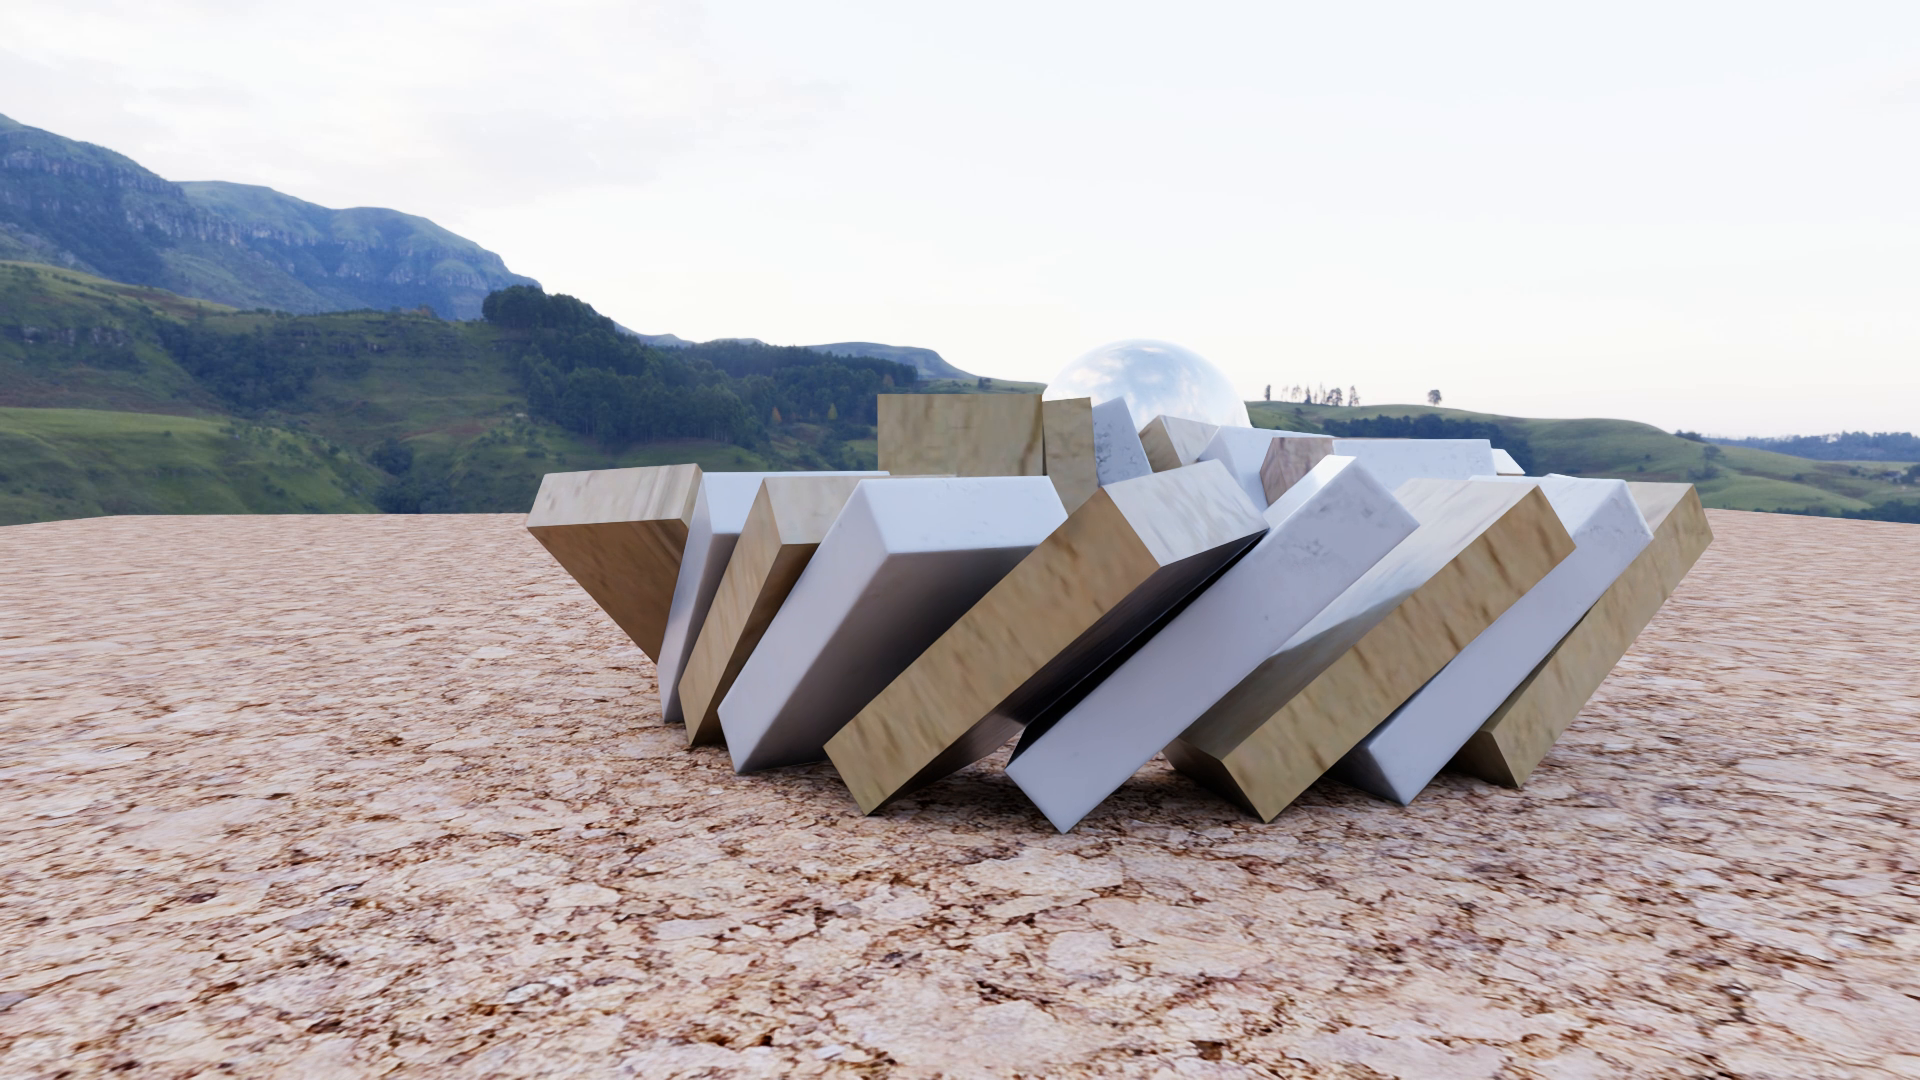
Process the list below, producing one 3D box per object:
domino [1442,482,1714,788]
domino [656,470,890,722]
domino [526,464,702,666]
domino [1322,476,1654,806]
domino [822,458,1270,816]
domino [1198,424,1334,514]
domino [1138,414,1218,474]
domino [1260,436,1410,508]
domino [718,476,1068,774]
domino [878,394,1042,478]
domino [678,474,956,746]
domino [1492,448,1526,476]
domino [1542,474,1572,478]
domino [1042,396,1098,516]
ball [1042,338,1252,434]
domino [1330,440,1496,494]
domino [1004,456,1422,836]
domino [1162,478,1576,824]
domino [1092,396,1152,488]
[{"bbox_3d":[0.078,0.011,0.177,0.050,0.010,0.025,-42,23,-21],"label":"domino"},{"bbox_3d":[-0.027,0.009,0.184,0.025,0.009,0.050,-2,-34,-23],"label":"domino"},{"bbox_3d":[-0.043,0.007,0.203,0.025,0.010,0.050,-3,-34,17],"label":"domino"},{"bbox_3d":[0.063,0.011,0.167,0.050,0.009,0.025,-41,18,-16],"label":"domino"},{"bbox_3d":[0.009,0.011,0.144,0.025,0.009,0.050,-15,-25,-52],"label":"domino"},{"bbox_3d":[0.063,0.002,0.233,0.025,0.050,0.009,3,-38,-19],"label":"domino"},{"bbox_3d":[0.053,0.000,0.247,0.025,0.050,0.009,6,-37,-38],"label":"domino"},{"bbox_3d":[0.069,0.004,0.218,0.025,0.050,0.010,0,-38,-5],"label":"domino"},{"bbox_3d":[-0.009,0.011,0.157,0.025,0.010,0.050,-3,-34,-34],"label":"domino"},{"bbox_3d":[0.000,0.002,0.201,0.025,0.050,0.009,0,4,0],"label":"domino"},{"bbox_3d":[-0.019,0.010,0.170,0.025,0.010,0.050,-2,-34,-27],"label":"domino"},{"bbox_3d":[0.143,-0.007,0.387,0.025,0.010,0.050,-3,-37,-50],"label":"domino"},{"bbox_3d":[0.152,-0.002,0.368,0.025,0.009,0.050,2,-28,-47],"label":"domino"},{"bbox_3d":[0.016,0.000,0.235,0.010,0.050,0.025,-7,7,-21],"label":"domino"},{"bbox_3d":[0.064,-0.032,0.459,0.080,0.080,0.080,0,4,0],"label":"ball"},{"bbox_3d":[0.073,0.006,0.202,0.025,0.050,0.010,1,-38,8],"label":"domino"},{"bbox_3d":[0.028,0.011,0.148,0.050,0.010,0.025,-43,-3,10],"label":"domino"},{"bbox_3d":[0.048,0.012,0.159,0.050,0.009,0.025,-39,13,-9],"label":"domino"},{"bbox_3d":[0.034,-0.001,0.242,0.009,0.050,0.025,-21,0,3],"label":"domino"}]
